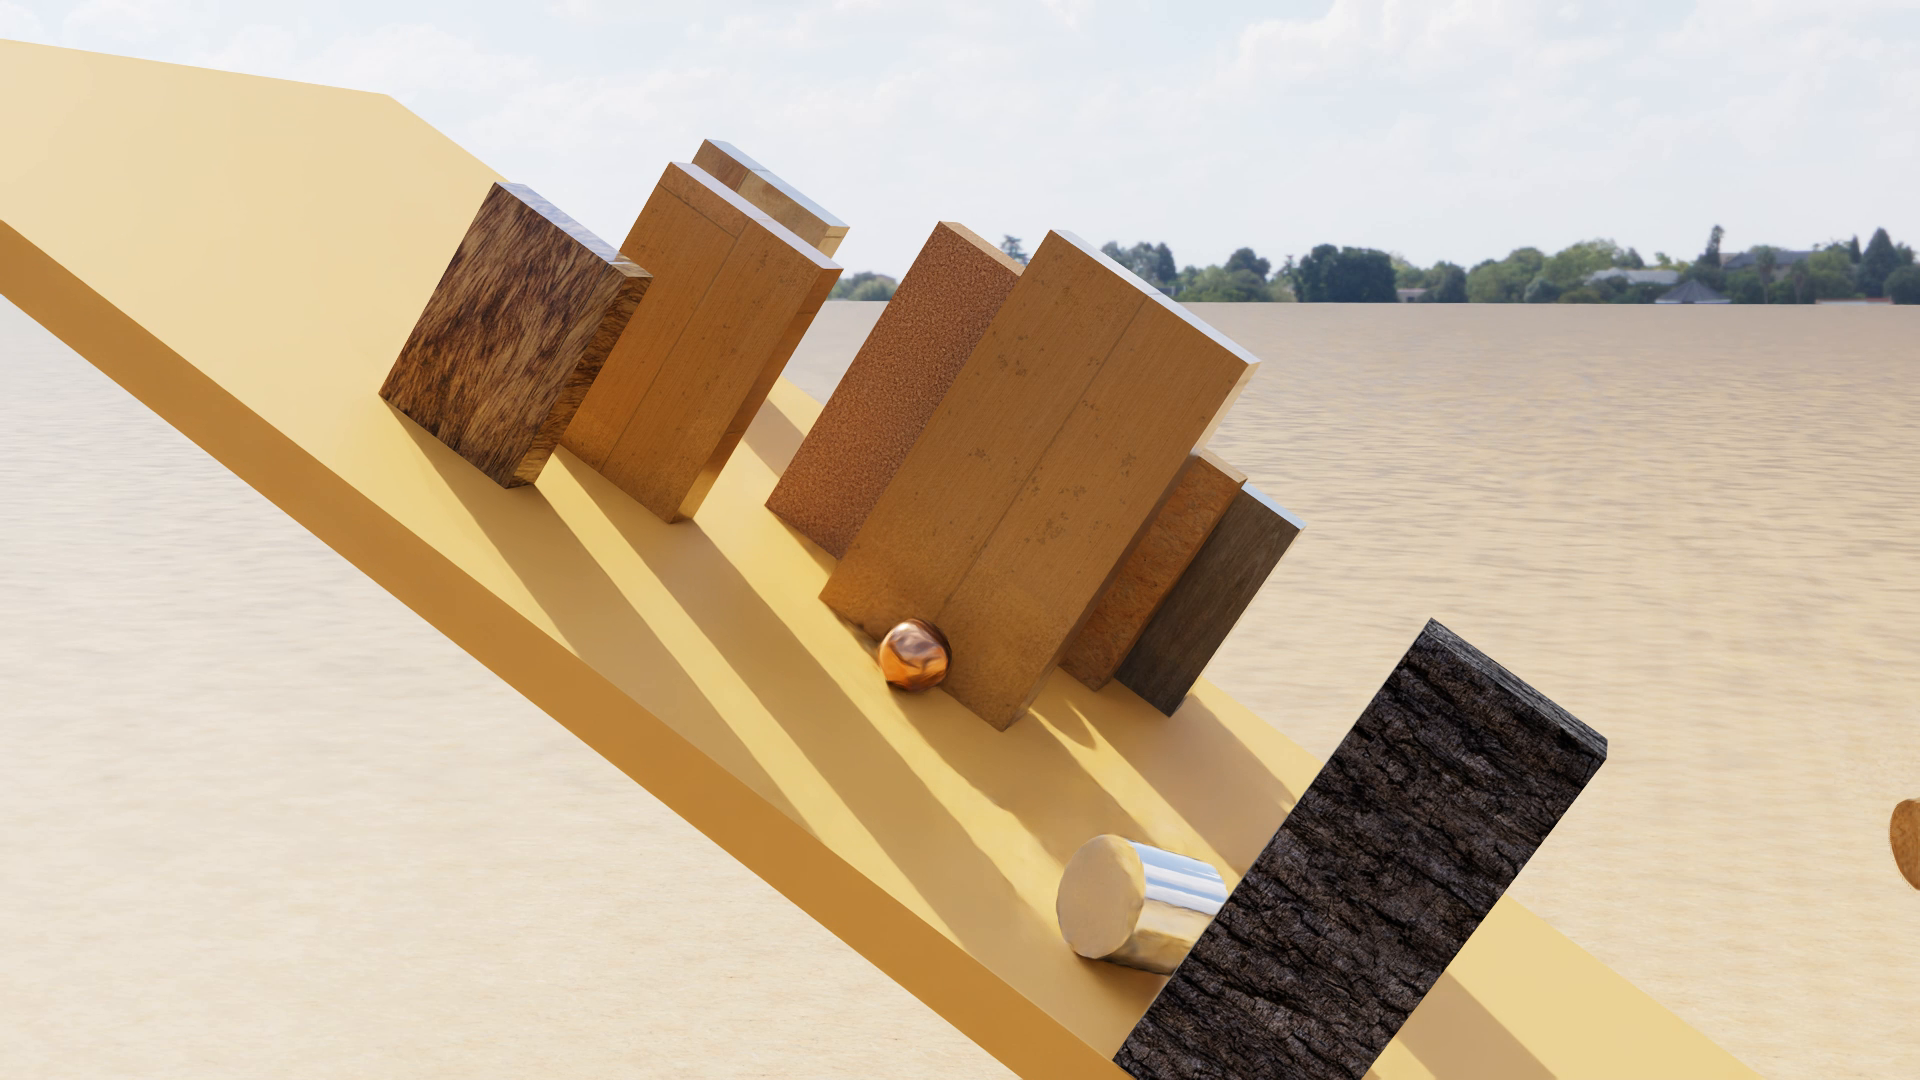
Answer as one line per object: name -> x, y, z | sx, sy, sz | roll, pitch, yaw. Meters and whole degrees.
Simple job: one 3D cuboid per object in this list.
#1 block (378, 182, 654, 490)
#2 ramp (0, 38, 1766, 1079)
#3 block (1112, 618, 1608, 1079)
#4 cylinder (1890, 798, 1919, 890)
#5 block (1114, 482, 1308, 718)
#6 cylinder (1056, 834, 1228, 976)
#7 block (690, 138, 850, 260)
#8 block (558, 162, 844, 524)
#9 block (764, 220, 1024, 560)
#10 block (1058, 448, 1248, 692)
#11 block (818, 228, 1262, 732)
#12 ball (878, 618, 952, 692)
block -> -0.728, -0.334, 3.596 | 0.276, 0.411, 0.099 | 36, 15, 10
ramp -> -0.125, 0.210, 4.098 | 4.000, 0.100, 2.000 | 36, 15, 10
block -> 0.529, 0.487, 2.948 | 0.277, 0.735, 0.123 | 36, 15, 10
cylinder -> 1.758, 0.526, 3.867 | 0.164, 0.164, 0.164 | -8, 8, -9
block -> 0.411, 0.051, 4.565 | 0.407, 0.479, 0.103 | 36, 15, 10
cylinder -> 0.274, 0.550, 3.297 | 0.183, 0.183, 0.183 | 21, -8, -38
block -> -0.510, -0.614, 4.890 | 0.348, 0.421, 0.127 | 36, 15, 10
block -> -0.490, -0.346, 3.874 | 0.335, 0.534, 0.104 | 36, 15, 10
block -> -0.058, -0.242, 4.203 | 0.331, 0.650, 0.131 | 36, 15, 10
block -> 0.303, 0.004, 4.421 | 0.301, 0.515, 0.118 | 36, 15, 10
block -> 0.134, -0.103, 3.894 | 0.414, 0.786, 0.137 | 36, 15, 10
ball -> -0.078, 0.199, 3.791 | 0.127, 0.127, 0.127 | 0, 7, 0
